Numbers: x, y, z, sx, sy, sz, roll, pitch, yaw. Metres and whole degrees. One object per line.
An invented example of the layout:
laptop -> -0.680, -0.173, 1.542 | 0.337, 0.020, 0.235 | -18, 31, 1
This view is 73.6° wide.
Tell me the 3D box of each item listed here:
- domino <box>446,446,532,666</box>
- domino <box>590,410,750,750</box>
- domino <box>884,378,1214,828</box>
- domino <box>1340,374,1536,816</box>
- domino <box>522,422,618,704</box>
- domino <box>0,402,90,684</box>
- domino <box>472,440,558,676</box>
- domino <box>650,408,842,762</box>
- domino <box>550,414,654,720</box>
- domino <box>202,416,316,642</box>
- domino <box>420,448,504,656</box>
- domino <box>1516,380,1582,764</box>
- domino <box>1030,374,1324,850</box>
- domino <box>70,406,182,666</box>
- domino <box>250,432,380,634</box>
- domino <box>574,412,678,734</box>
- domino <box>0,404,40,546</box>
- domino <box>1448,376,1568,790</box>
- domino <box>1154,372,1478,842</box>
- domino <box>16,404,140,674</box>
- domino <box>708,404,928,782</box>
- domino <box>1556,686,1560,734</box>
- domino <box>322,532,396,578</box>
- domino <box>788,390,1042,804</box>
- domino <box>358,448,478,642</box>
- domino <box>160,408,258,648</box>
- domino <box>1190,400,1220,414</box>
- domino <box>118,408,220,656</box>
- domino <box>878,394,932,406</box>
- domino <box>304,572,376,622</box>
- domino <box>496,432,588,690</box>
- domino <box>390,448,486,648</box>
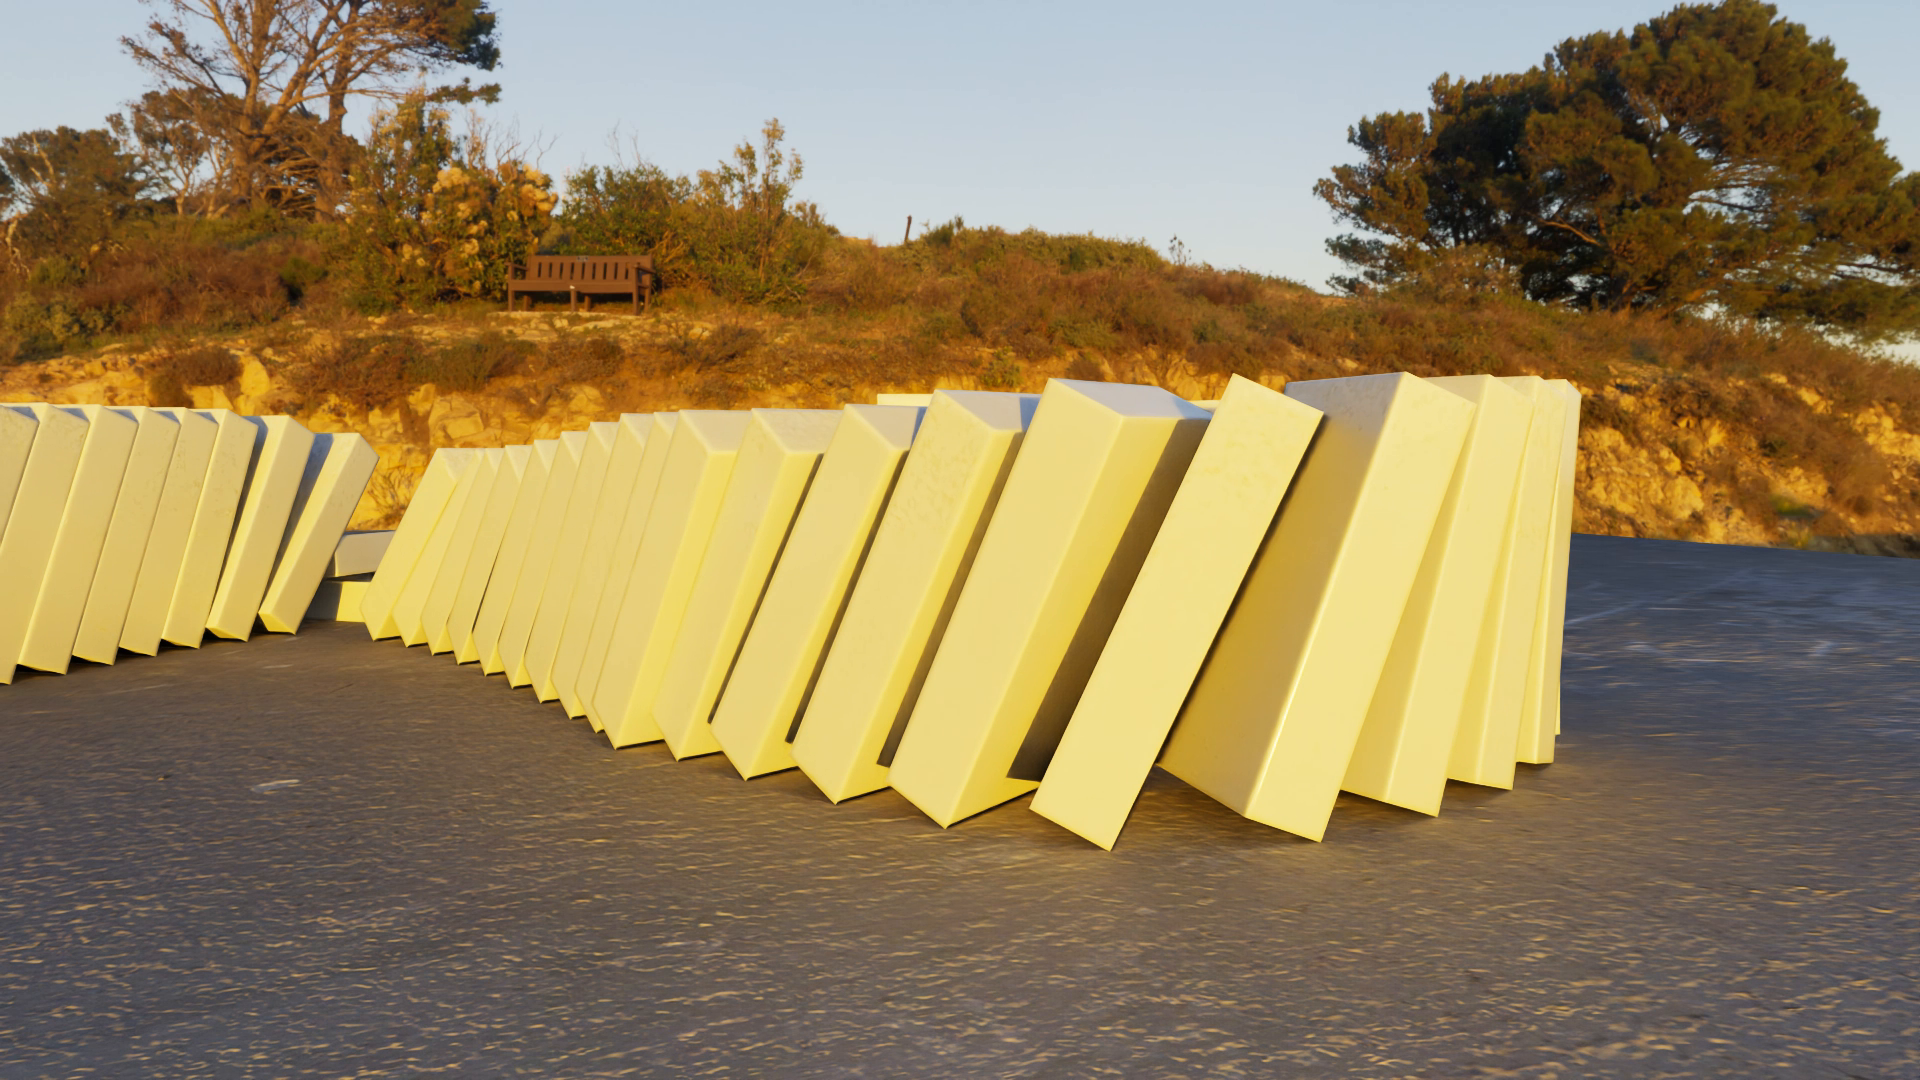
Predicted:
domino -> -0.078, 0.003, 0.242 | 0.025, 0.050, 0.009 | -4, 50, -39
domino -> -0.032, 0.006, 0.177 | 0.025, 0.050, 0.010 | -4, 40, -40
domino -> 0.011, 0.007, 0.146 | 0.009, 0.050, 0.025 | 32, 21, 29
domino -> 0.051, 0.006, 0.157 | 0.010, 0.050, 0.025 | 19, -7, -32
domino -> -0.052, 0.004, 0.208 | 0.025, 0.050, 0.010 | -4, 42, -39
domino -> -0.179, 0.000, 0.233 | 0.025, 0.050, 0.009 | 1, -17, 14
domino -> -0.069, 0.004, 0.231 | 0.025, 0.050, 0.009 | -3, 48, -39
domino -> -0.022, 0.006, 0.171 | 0.025, 0.050, 0.009 | -4, 40, -40
domino -> -0.044, 0.004, 0.197 | 0.025, 0.050, 0.010 | -4, 40, -40
domino -> -0.164, -0.003, 0.284 | 0.025, 0.050, 0.010 | 1, -23, 13
domino -> -0.087, 0.003, 0.254 | 0.025, 0.010, 0.050 | -4, -38, -42
domino -> 0.069, 0.004, 0.177 | 0.025, 0.050, 0.009 | 3, -5, 37
domino -> 0.025, 0.007, 0.142 | 0.010, 0.050, 0.025 | 26, 11, 12
domino -> -0.174, -0.001, 0.253 | 0.025, 0.050, 0.009 | 1, -17, 13
domino -> -0.158, -0.002, 0.299 | 0.025, 0.050, 0.009 | 1, -34, 12
domino -> -0.037, 0.005, 0.187 | 0.025, 0.050, 0.009 | -4, 40, -40
domino -> -0.181, 0.001, 0.223 | 0.025, 0.050, 0.010 | 1, -17, 14
domino -> 0.061, 0.005, 0.167 | 0.009, 0.050, 0.025 | 16, -7, -42
domino -> 0.040, 0.006, 0.148 | 0.009, 0.050, 0.025 | 20, -1, -16
domino -> -0.176, -0.001, 0.243 | 0.025, 0.050, 0.010 | 1, -17, 14
domino -> -0.011, 0.007, 0.163 | 0.025, 0.050, 0.010 | -5, 39, -46
domino -> 0.074, 0.003, 0.191 | 0.025, 0.050, 0.009 | 1, -5, 12
domino -> -0.156, 0.004, 0.328 | 0.025, 0.009, 0.050 | -6, 2, 8
domino -> 0.000, 0.007, 0.154 | 0.009, 0.050, 0.025 | 38, 27, 32
domino -> -0.107, 0.001, 0.275 | 0.025, 0.009, 0.050 | -5, -38, -50
domino -> -0.169, -0.003, 0.273 | 0.025, 0.050, 0.010 | 1, -17, 13
domino -> 0.047, 0.000, 0.239 | 0.009, 0.050, 0.025 | 0, 4, 21
domino -> -0.172, -0.002, 0.263 | 0.025, 0.050, 0.009 | 1, -17, 13
domino -> 0.000, 0.002, 0.201 | 0.025, 0.050, 0.010 | 0, 4, 0
domino -> -0.142, 0.013, 0.332 | 0.025, 0.010, 0.050 | 1, 5, 18
domino -> -0.060, 0.004, 0.219 | 0.025, 0.050, 0.010 | -4, 45, -39
domino -> -0.096, 0.002, 0.266 | 0.025, 0.010, 0.050 | -5, -37, -50
